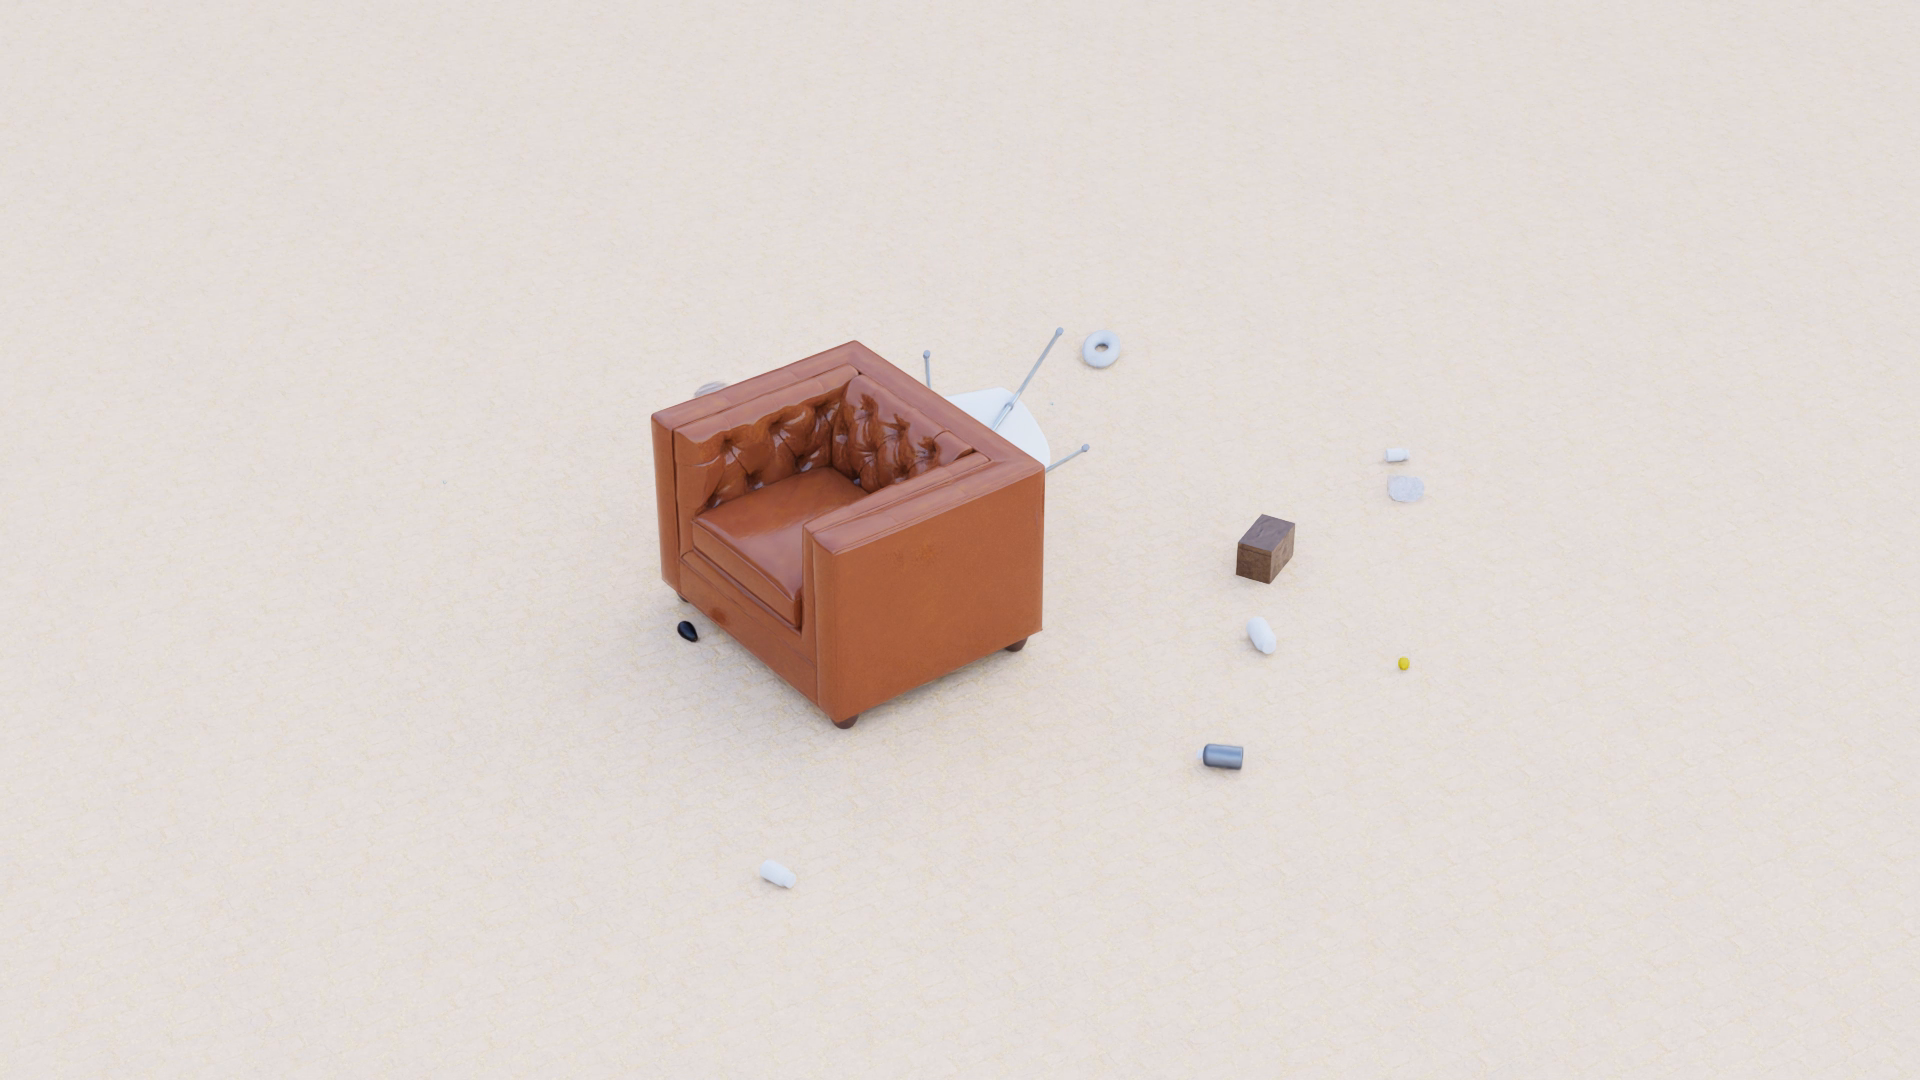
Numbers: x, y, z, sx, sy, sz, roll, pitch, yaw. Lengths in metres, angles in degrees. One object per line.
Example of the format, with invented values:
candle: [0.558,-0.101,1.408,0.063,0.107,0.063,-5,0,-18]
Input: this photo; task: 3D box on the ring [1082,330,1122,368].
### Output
ring: [0.584,-0.790,12.099,0.161,0.050,0.283,3,34,7]

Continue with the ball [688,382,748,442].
ball: [-0.948,-0.504,11.496,0.234,0.234,0.234,0,33,0]

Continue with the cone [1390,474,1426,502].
cone: [1.681,-0.224,11.238,0.140,0.104,0.201,-2,19,-12]

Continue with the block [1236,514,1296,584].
block: [1.122,0.033,10.764,0.135,0.143,0.218,17,37,24]
